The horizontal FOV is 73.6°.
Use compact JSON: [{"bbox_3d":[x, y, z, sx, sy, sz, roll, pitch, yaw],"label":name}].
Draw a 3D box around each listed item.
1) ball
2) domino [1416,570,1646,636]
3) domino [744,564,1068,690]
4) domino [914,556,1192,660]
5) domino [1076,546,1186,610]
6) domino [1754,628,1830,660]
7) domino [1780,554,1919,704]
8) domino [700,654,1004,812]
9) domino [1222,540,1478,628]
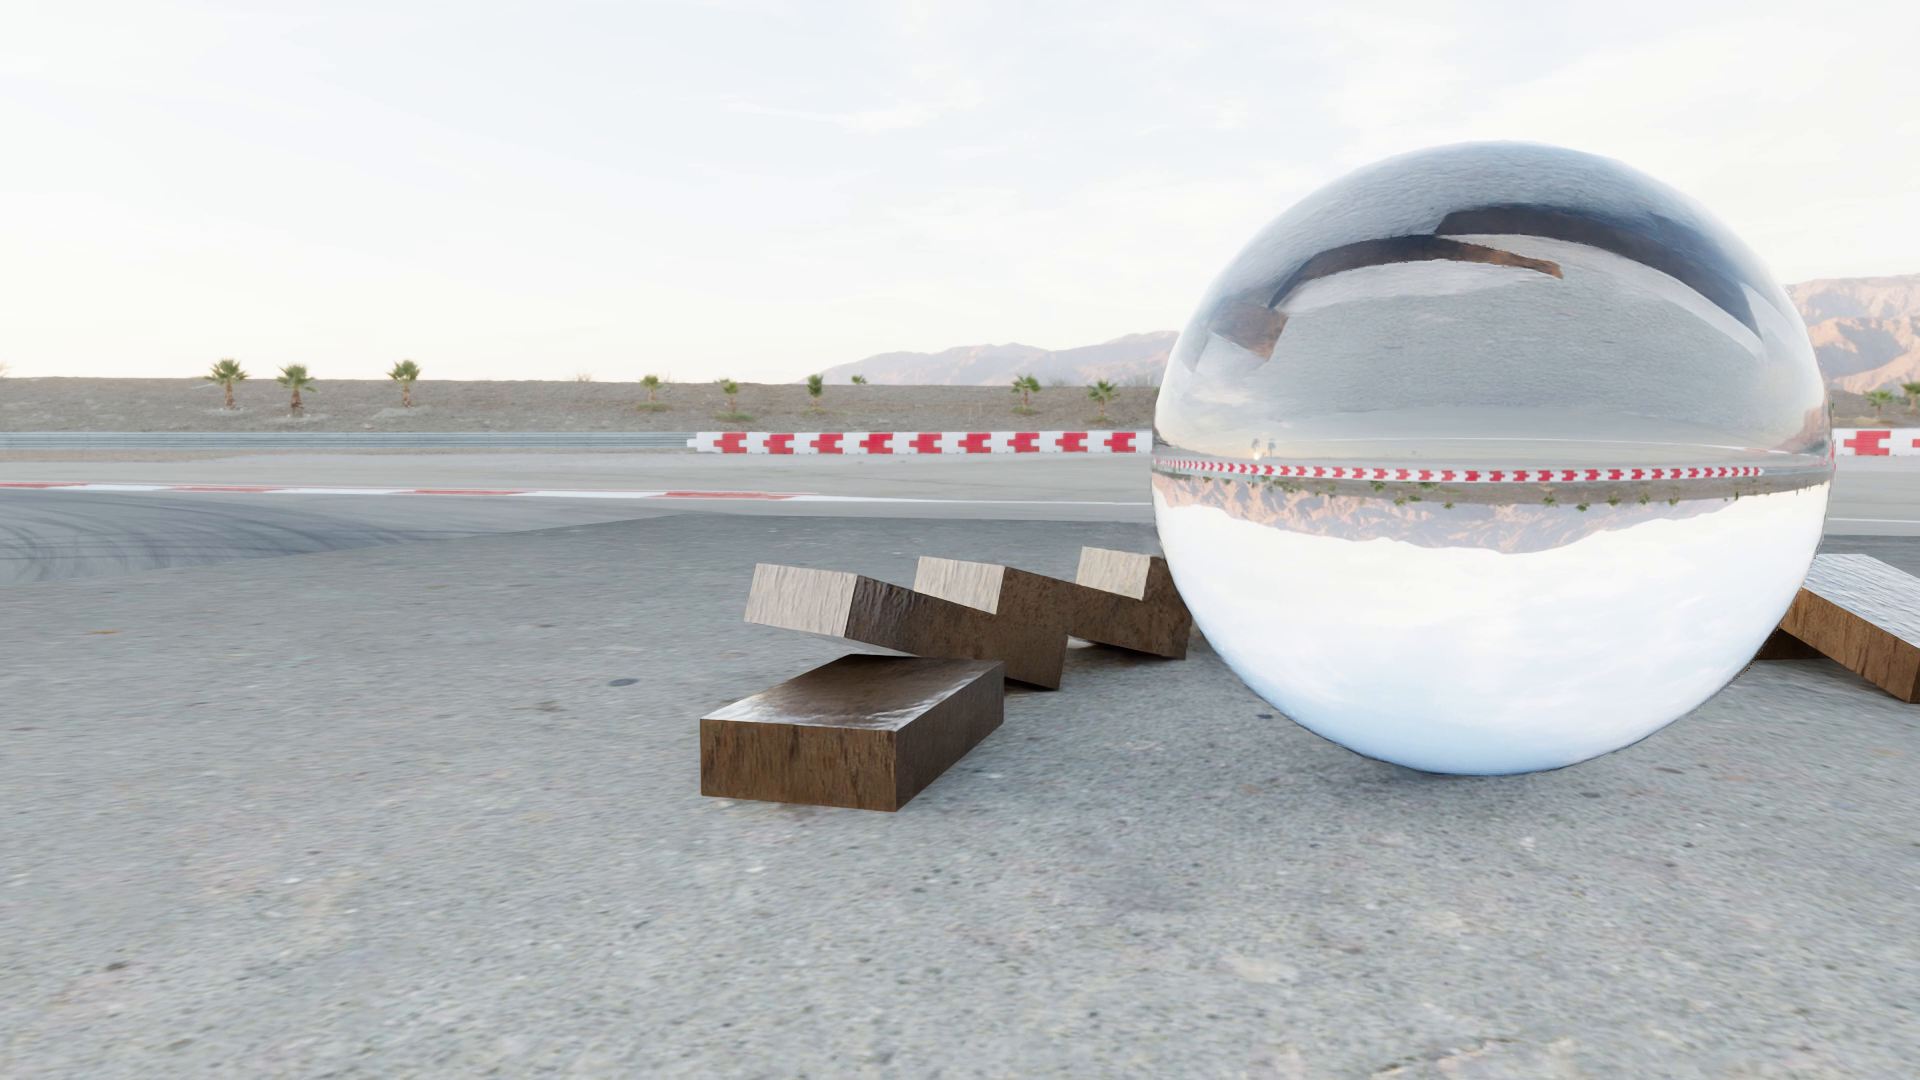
[{"bbox_3d":[0.065,-0.010,0.166,0.080,0.080,0.080,0,4,0],"label":"ball"},{"bbox_3d":[0.135,0.015,0.311,0.025,0.010,0.050,-3,5,-31],"label":"domino"},{"bbox_3d":[-0.008,0.015,0.214,0.025,0.009,0.050,4,-11,45],"label":"domino"},{"bbox_3d":[0.018,0.013,0.247,0.050,0.009,0.025,14,-6,-38],"label":"domino"},{"bbox_3d":[0.053,0.012,0.276,0.050,0.009,0.025,12,-2,-27],"label":"domino"},{"bbox_3d":[0.163,0.011,0.276,0.025,0.010,0.050,-1,18,-7],"label":"domino"},{"bbox_3d":[0.168,0.015,0.233,0.025,0.010,0.050,0,17,-1],"label":"domino"},{"bbox_3d":[-0.012,0.025,0.175,0.025,0.009,0.050,1,4,16],"label":"domino"},{"bbox_3d":[0.089,0.010,0.296,0.050,0.009,0.025,12,-1,-7],"label":"domino"}]
